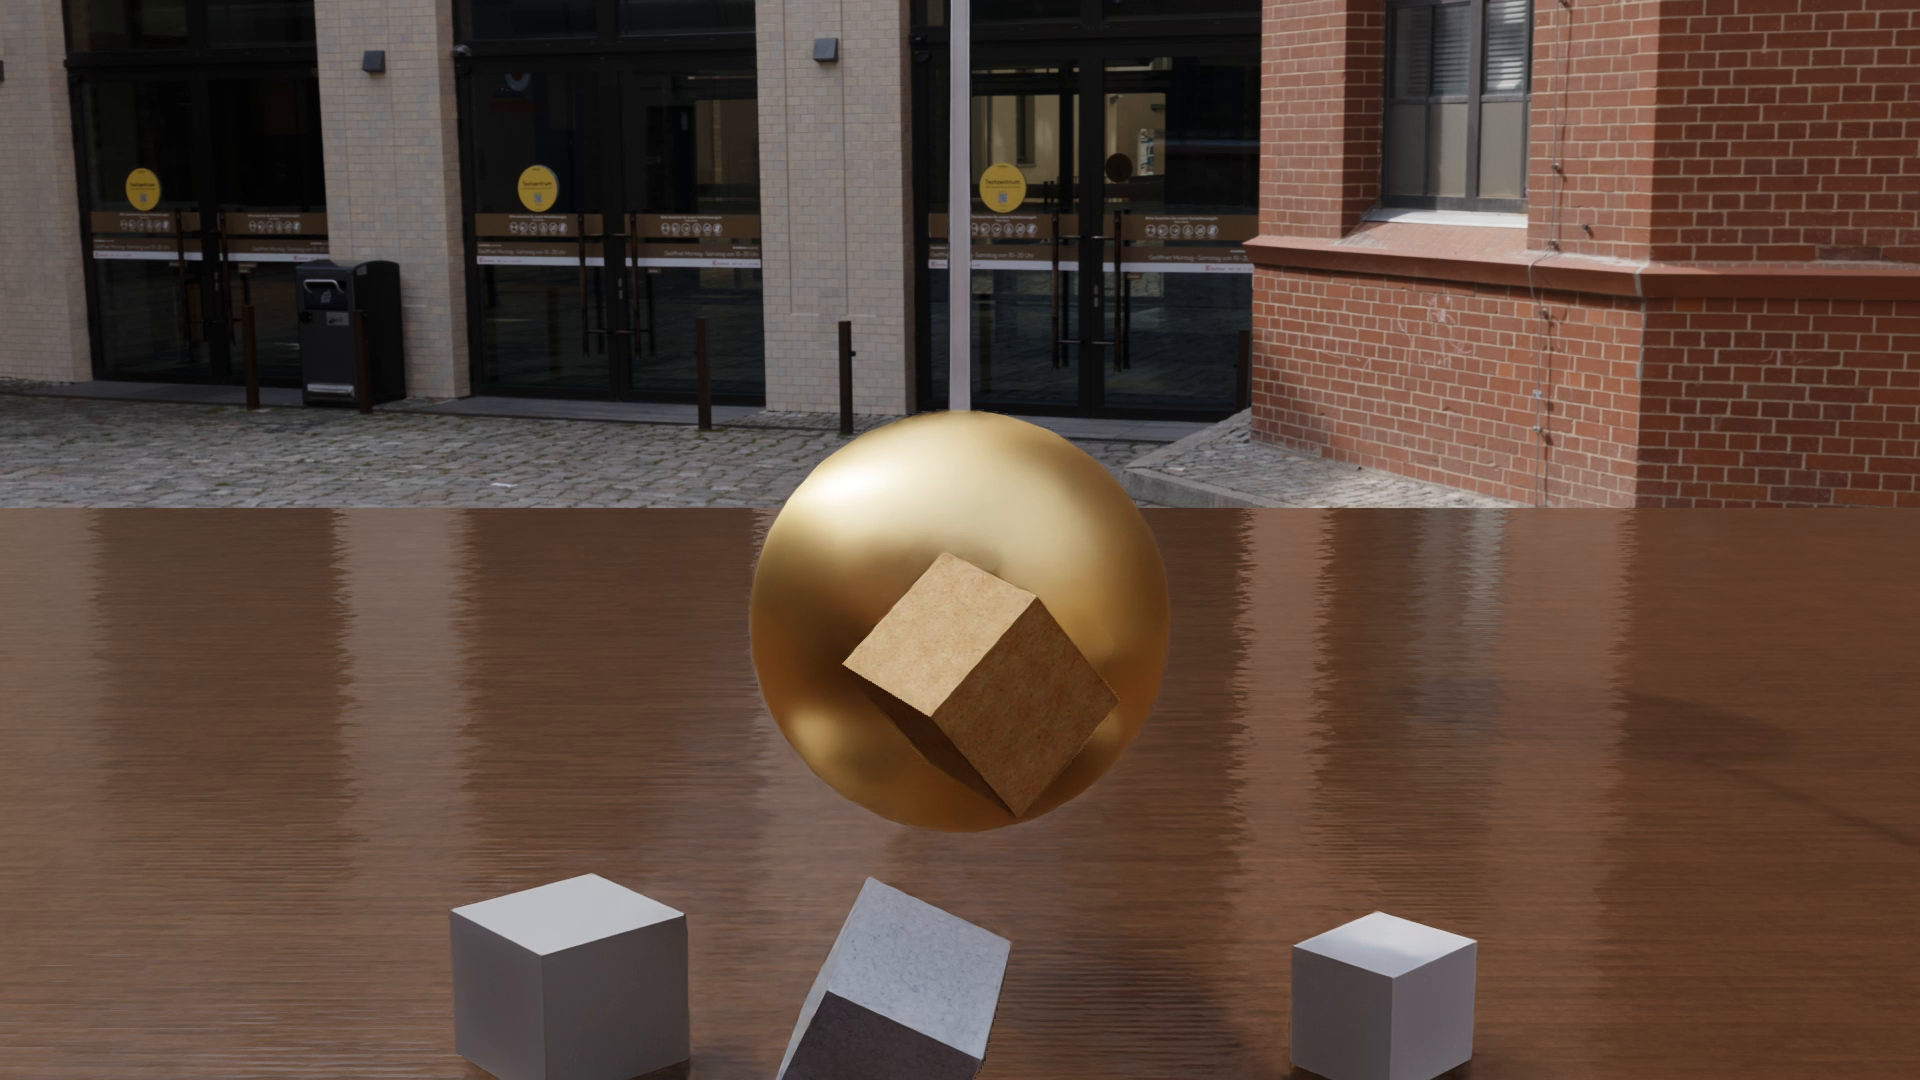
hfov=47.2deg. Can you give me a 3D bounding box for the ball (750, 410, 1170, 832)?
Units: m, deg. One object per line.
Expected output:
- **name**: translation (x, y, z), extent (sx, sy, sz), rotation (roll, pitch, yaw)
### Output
- **ball**: translation (0.000, 0.308, 8.379), extent (1.600, 1.600, 1.600), rotation (0, 10, 0)

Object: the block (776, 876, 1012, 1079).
- **block**: translation (-0.229, 1.560, 6.993), extent (0.513, 0.595, 0.592), rotation (25, 28, -2)

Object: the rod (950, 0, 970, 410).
- **rod**: translation (0.000, -2.933, 9.409), extent (0.080, 5.200, 0.080), rotation (0, -18, 0)

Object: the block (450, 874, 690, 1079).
- **block**: translation (-1.503, 1.716, 8.487), extent (0.641, 0.587, 0.655), rotation (-9, 14, -41)

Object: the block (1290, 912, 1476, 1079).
- **block**: translation (1.626, 1.777, 8.452), extent (0.548, 0.479, 0.460), rotation (-10, 14, -43)

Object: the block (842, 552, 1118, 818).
- **block**: translation (0.065, 0.446, 6.864), extent (0.486, 0.528, 0.500), rotation (-48, 37, -13)
